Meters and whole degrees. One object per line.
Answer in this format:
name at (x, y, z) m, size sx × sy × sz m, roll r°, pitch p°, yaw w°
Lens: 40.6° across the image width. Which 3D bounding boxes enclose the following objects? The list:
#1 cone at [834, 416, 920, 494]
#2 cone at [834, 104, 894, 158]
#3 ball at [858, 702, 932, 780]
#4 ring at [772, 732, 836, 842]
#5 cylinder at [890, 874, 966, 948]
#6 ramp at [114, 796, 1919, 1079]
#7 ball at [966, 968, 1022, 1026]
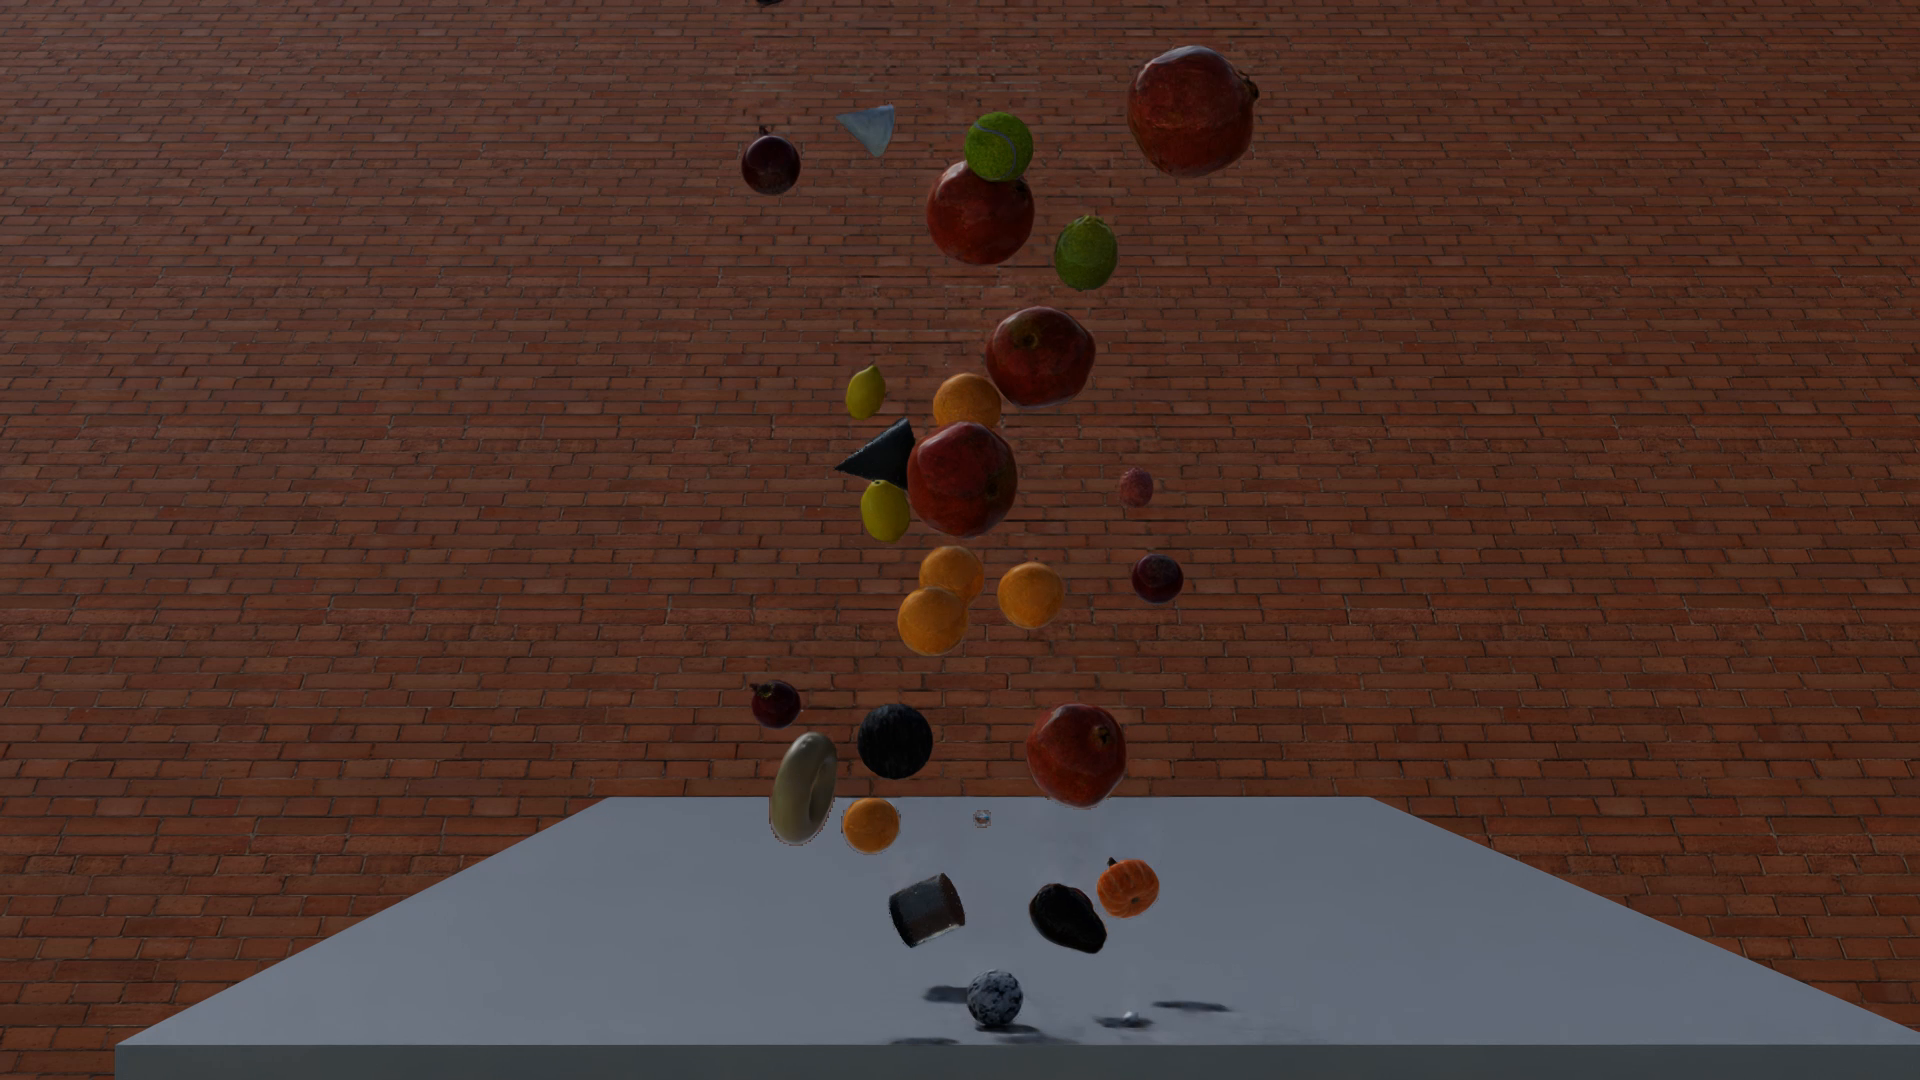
cone at (-0.098, -0.088, 2.920) m, size 0.090 × 0.090 × 0.090 m, roll -11°, pitch 36°, yaw -10°
cone at (-0.100, -0.412, 2.570) m, size 0.054 × 0.054 × 0.054 m, roll 13°, pitch 30°, yaw -21°
ball at (-0.077, 0.238, 3.076) m, size 0.090 × 0.090 × 0.090 m, roll 0°, pitch 35°, yaw 0°
ring at (-0.178, 0.283, 2.975) m, size 0.043 × 0.130 × 0.130 m, roll 13°, pitch 37°, yaw 15°
cylinder at (-0.042, 0.471, 3.305) m, size 0.072 × 0.072 × 0.072 m, roll -25°, pitch 33°, yaw 12°
ramp at (0.077, 0.664, 4.833) m, size 2.000 × 0.100 × 4.000 m, roll 0°, pitch -2°, yaw 0°
ball at (0.040, 0.523, 2.967) m, size 0.065 × 0.065 × 0.065 m, roll 0°, pitch 35°, yaw 0°
